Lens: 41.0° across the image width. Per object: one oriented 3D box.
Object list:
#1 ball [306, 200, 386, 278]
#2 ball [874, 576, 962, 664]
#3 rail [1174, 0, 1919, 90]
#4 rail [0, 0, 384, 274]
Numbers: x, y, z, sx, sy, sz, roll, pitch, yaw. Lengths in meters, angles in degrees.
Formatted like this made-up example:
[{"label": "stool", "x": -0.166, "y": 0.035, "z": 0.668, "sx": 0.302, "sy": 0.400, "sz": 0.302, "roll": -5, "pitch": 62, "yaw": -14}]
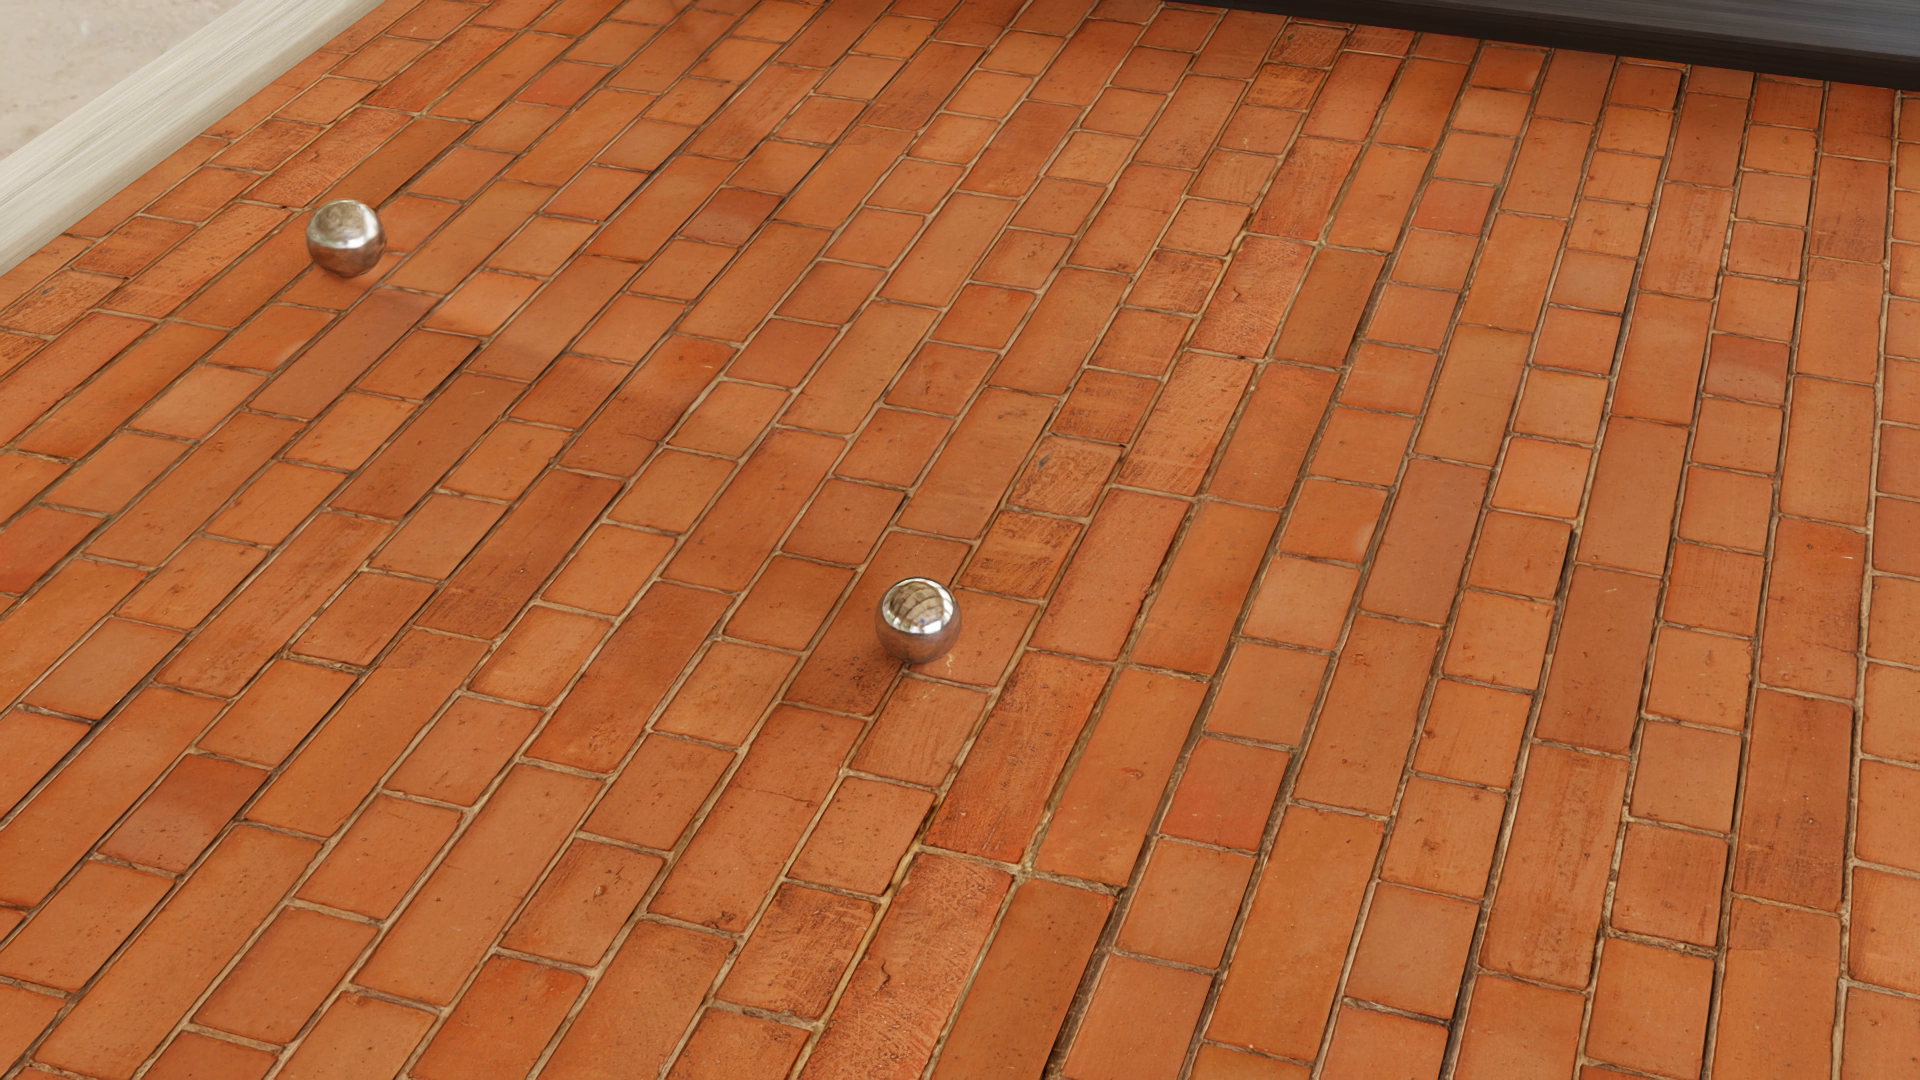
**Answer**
[{"label": "ball", "x": -0.592, "y": -0.291, "z": 2.476, "sx": 0.075, "sy": 0.075, "sz": 0.075, "roll": 0, "pitch": 33, "yaw": 0}, {"label": "ball", "x": -0.032, "y": 0.061, "z": 1.947, "sx": 0.067, "sy": 0.067, "sz": 0.067, "roll": 0, "pitch": 33, "yaw": 0}, {"label": "rail", "x": 1.386, "y": -0.476, "z": 2.729, "sx": 4.203, "sy": 0.105, "sz": 0.045, "roll": 10, "pitch": 35, "yaw": 15}, {"label": "rail", "x": -0.975, "y": -0.191, "z": 2.294, "sx": 0.045, "sy": 0.105, "sz": 2.520, "roll": 10, "pitch": 35, "yaw": 15}]
